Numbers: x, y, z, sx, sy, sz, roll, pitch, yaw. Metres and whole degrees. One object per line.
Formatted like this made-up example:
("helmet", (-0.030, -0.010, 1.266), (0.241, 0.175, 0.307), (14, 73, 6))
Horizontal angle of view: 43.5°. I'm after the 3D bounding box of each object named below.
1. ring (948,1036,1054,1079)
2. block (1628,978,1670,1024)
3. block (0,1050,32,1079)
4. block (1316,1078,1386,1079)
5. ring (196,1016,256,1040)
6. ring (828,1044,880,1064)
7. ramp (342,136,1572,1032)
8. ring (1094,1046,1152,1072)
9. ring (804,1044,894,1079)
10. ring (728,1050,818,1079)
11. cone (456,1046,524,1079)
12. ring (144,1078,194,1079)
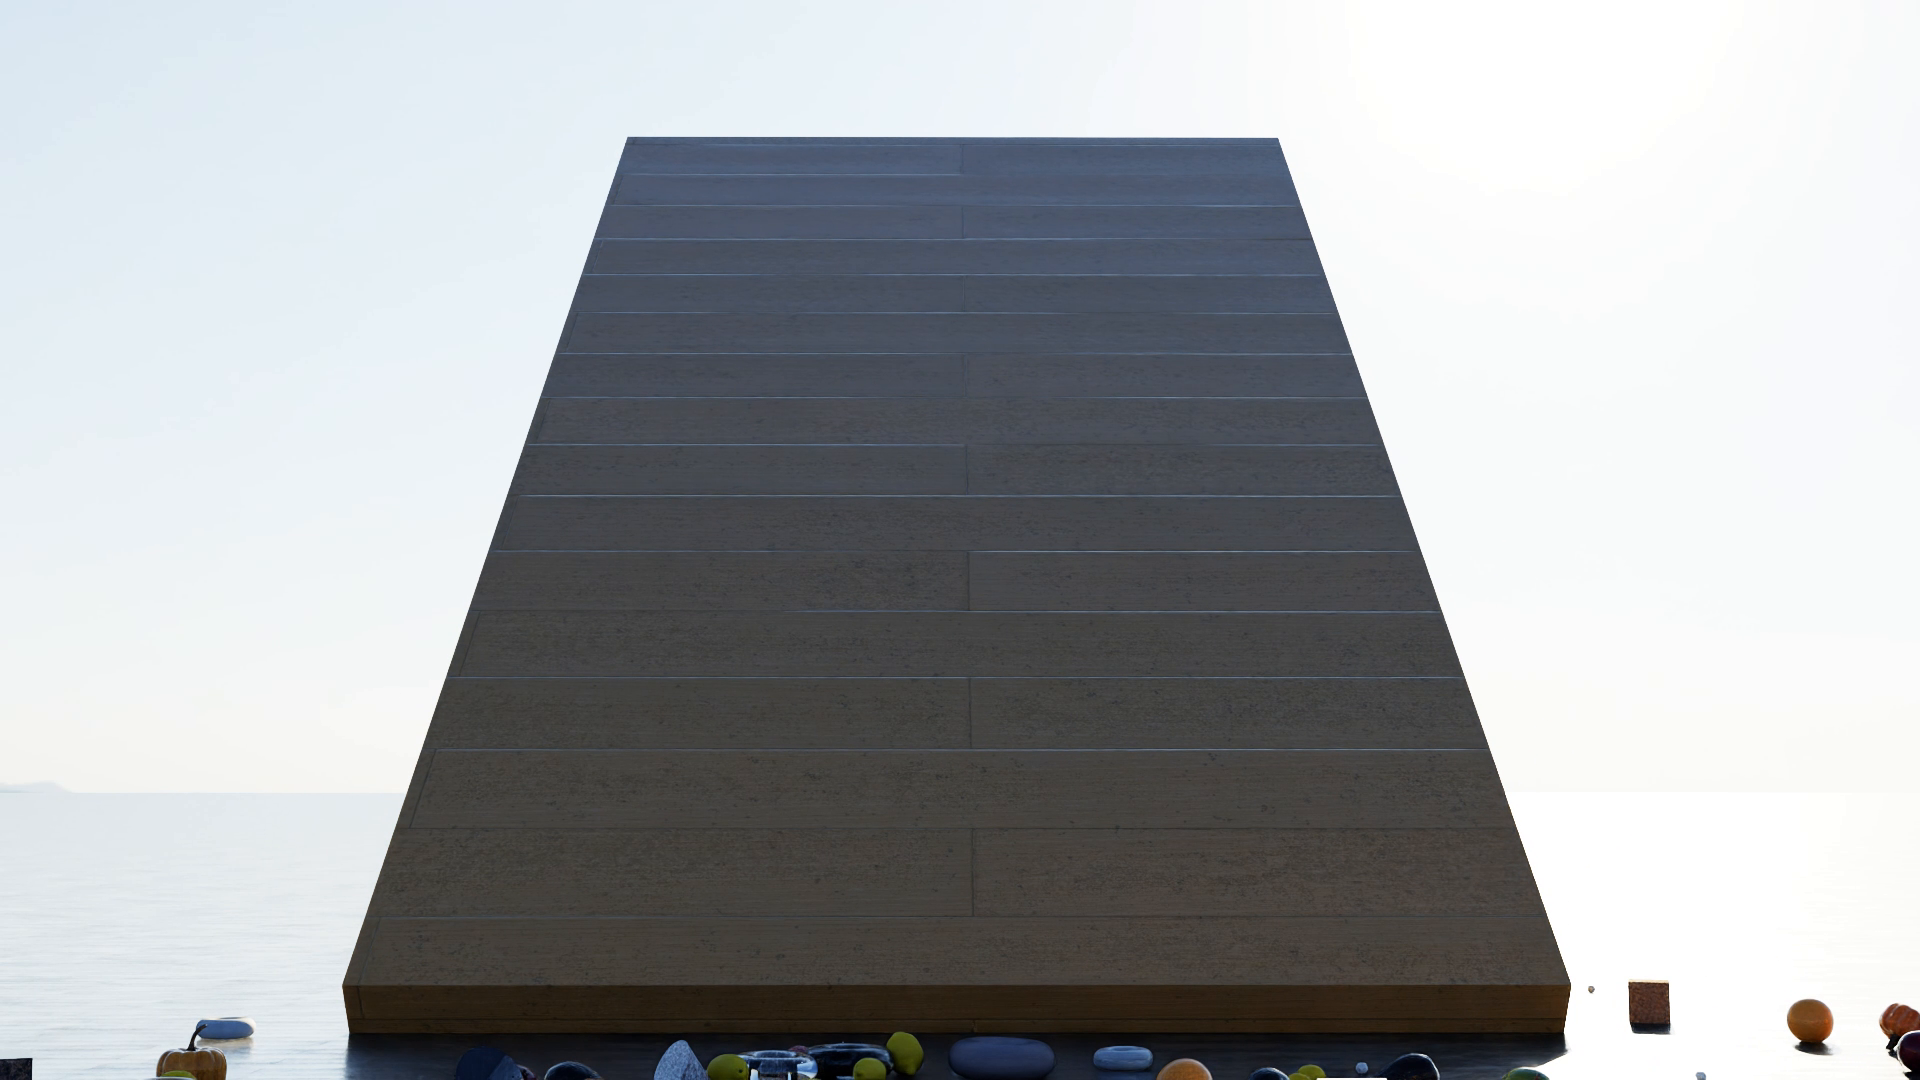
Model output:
("ring", (0.058, 0.725, 3.364), (0.150, 0.050, 0.150), (1, -6, 0))
("block", (1.191, 0.797, 4.160), (0.069, 0.069, 0.069), (-2, -6, 16))
("block", (-1.111, 0.636, 2.737), (0.099, 0.099, 0.099), (3, -6, -24))
("block", (0.440, 0.639, 2.657), (0.077, 0.077, 0.077), (0, -6, -2))
("ring", (-1.186, 0.788, 3.887), (0.094, 0.031, 0.094), (0, -7, 0))
("ring", (-0.156, 0.756, 3.543), (0.075, 0.025, 0.075), (0, -7, 0))
("ramp", (-0.013, -0.214, 5.679), (2.000, 0.100, 4.000), (0, 29, 0))
("ring", (0.234, 0.745, 3.457), (0.086, 0.029, 0.086), (-1, -5, 0))
("ring", (-0.156, 0.727, 3.353), (0.131, 0.044, 0.131), (0, -7, 0))
("ring", (-0.255, 0.721, 3.279), (0.123, 0.041, 0.123), (1, -5, 0))
("cone", (-0.602, 0.687, 2.960), (0.096, 0.096, 0.096), (6, -35, -44))
("ring", (-1.001, 0.699, 3.035), (0.103, 0.034, 0.103), (1, -6, 0))
